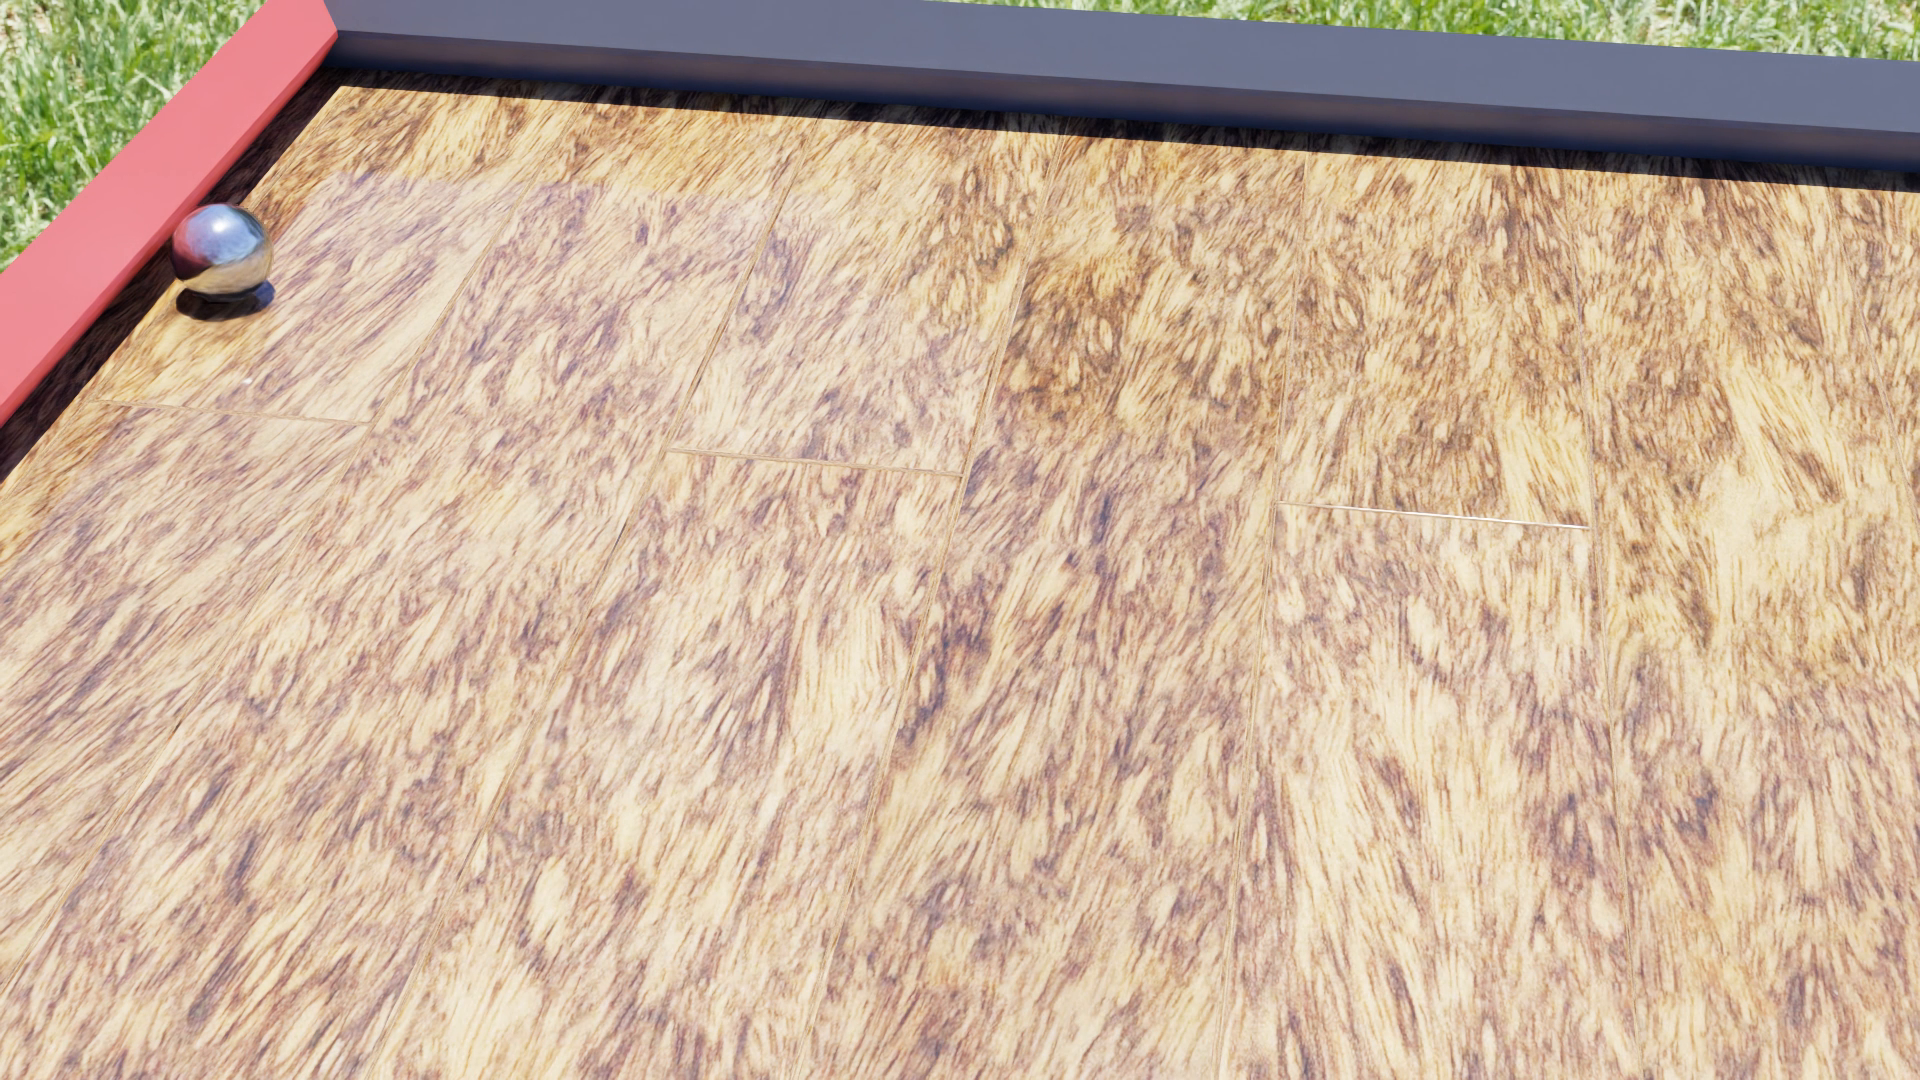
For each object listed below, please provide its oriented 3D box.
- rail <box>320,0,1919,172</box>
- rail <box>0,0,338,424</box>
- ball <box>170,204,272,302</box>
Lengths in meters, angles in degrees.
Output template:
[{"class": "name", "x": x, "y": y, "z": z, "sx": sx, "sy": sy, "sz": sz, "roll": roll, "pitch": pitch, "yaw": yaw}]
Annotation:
[{"class": "rail", "x": 0.944, "y": -0.398, "z": 2.478, "sx": 3.306, "sy": 0.115, "sz": 0.045, "roll": 5, "pitch": 35, "yaw": 7}, {"class": "rail", "x": -0.793, "y": -0.083, "z": 2.016, "sx": 0.045, "sy": 0.115, "sz": 1.691, "roll": 5, "pitch": 35, "yaw": 7}, {"class": "ball", "x": -0.661, "y": -0.256, "z": 2.296, "sx": 0.088, "sy": 0.088, "sz": 0.088, "roll": 0, "pitch": 34, "yaw": 0}]
